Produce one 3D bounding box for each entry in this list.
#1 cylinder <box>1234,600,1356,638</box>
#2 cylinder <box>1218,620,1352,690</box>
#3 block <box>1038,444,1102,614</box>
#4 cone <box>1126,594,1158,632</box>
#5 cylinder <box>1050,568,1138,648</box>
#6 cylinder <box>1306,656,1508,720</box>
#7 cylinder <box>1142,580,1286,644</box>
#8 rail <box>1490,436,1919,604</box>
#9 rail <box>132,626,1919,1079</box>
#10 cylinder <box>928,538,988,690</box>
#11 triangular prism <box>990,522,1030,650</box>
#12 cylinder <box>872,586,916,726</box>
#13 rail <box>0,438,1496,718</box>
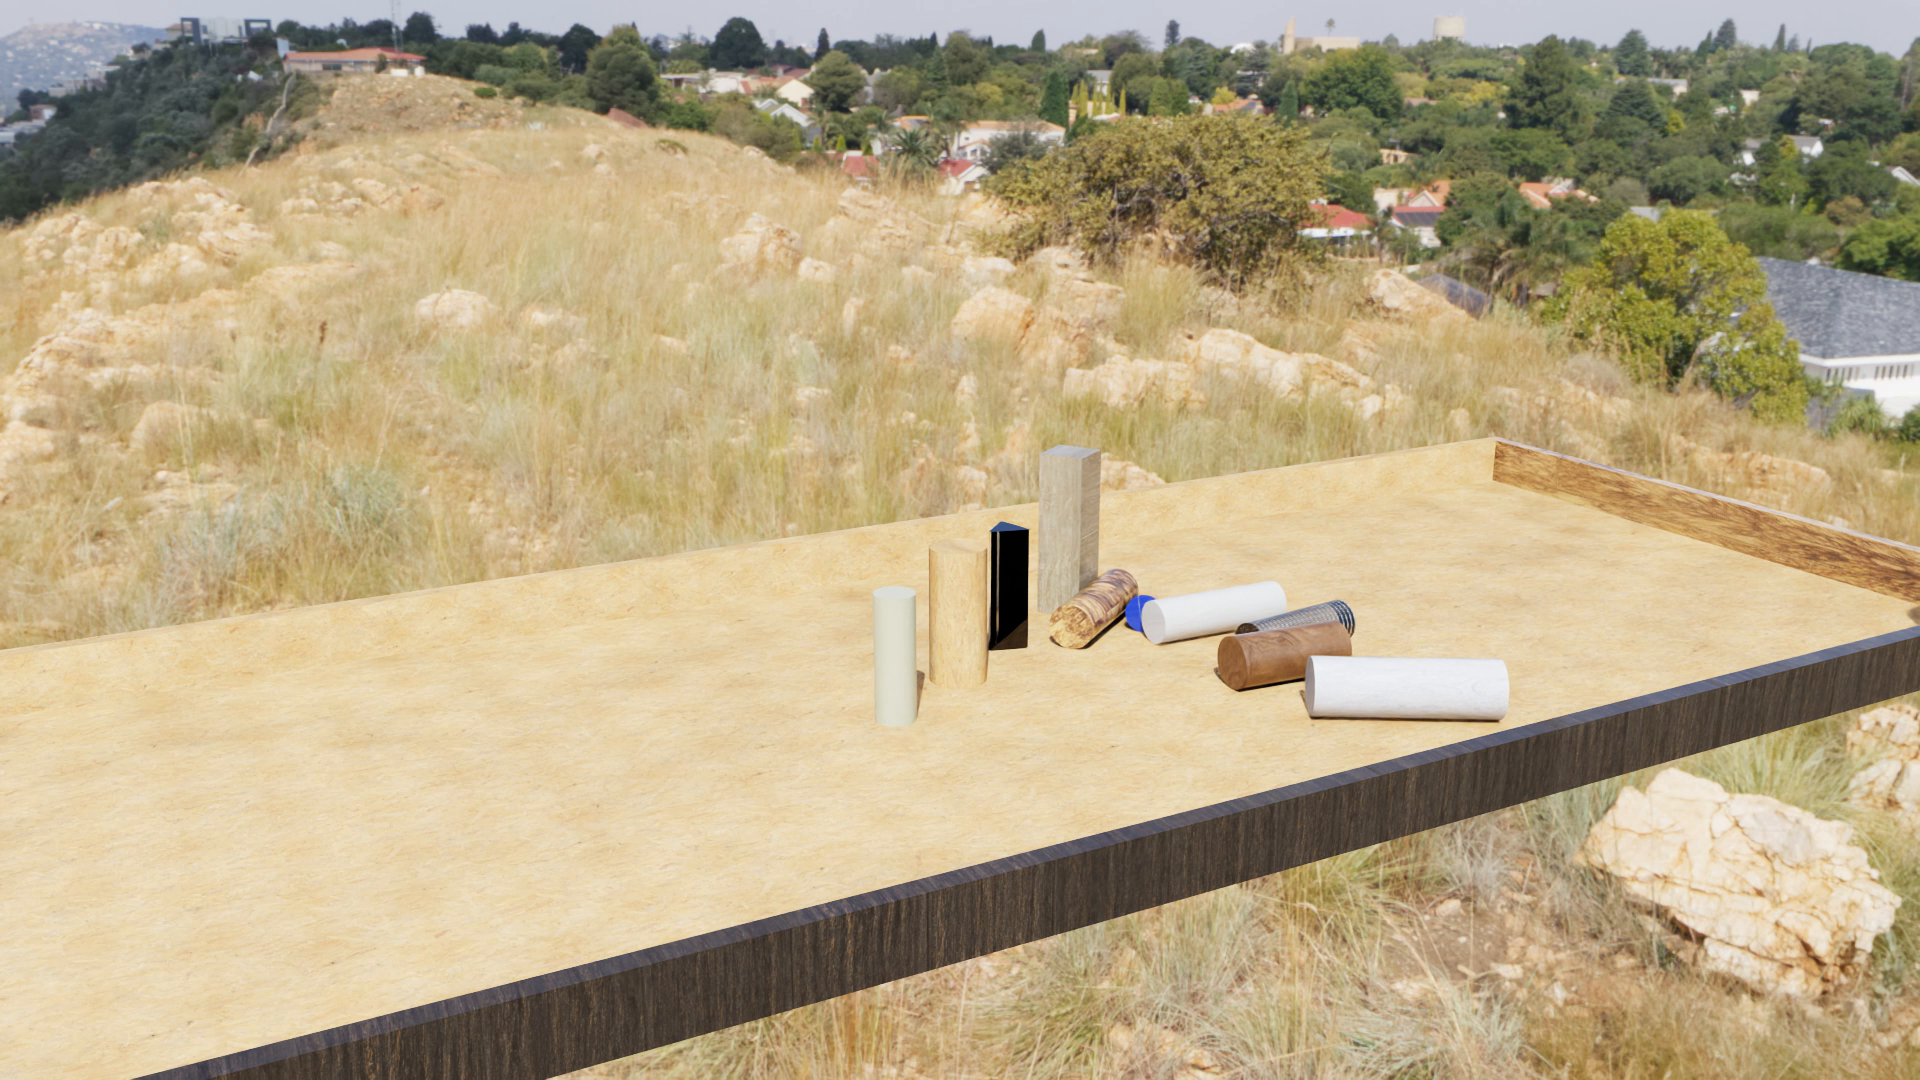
[{"bbox_3d":[0.882,0.242,4.333,0.331,0.113,0.113,-11,20,-33],"label":"cylinder"},{"bbox_3d":[0.815,0.287,4.140,0.311,0.134,0.134,-7,18,-22],"label":"cylinder"},{"bbox_3d":[0.305,-0.024,4.621,0.128,0.459,0.128,9,19,28],"label":"block"},{"bbox_3d":[0.538,0.180,4.652,0.103,0.103,0.329,4,8,12],"label":"cone"},{"bbox_3d":[0.370,0.184,4.512,0.122,0.122,0.361,8,18,24],"label":"cylinder"},{"bbox_3d":[1.054,0.350,3.908,0.446,0.144,0.144,1,16,3],"label":"cylinder"},{"bbox_3d":[0.692,0.195,4.484,0.394,0.117,0.117,-8,18,-25],"label":"cylinder"},{"bbox_3d":[2.466,-0.048,5.253,0.050,0.150,2.100,-9,18,-27],"label":"rail"},{"bbox_3d":[-2.336,1.006,1.665,12.000,0.150,0.050,-9,18,-27],"label":"rail"},{"bbox_3d":[-0.005,0.182,4.115,0.145,0.349,0.145,0,16,0],"label":"cylinder"},{"bbox_3d":[0.119,0.120,4.366,0.105,0.327,0.091,-3,17,-12],"label":"triangular prism"},{"bbox_3d":[-0.152,0.273,3.869,0.101,0.314,0.101,0,16,0],"label":"cylinder"},{"bbox_3d":[-3.305,0.497,3.399,12.000,0.150,0.050,-9,18,-27],"label":"rail"}]
